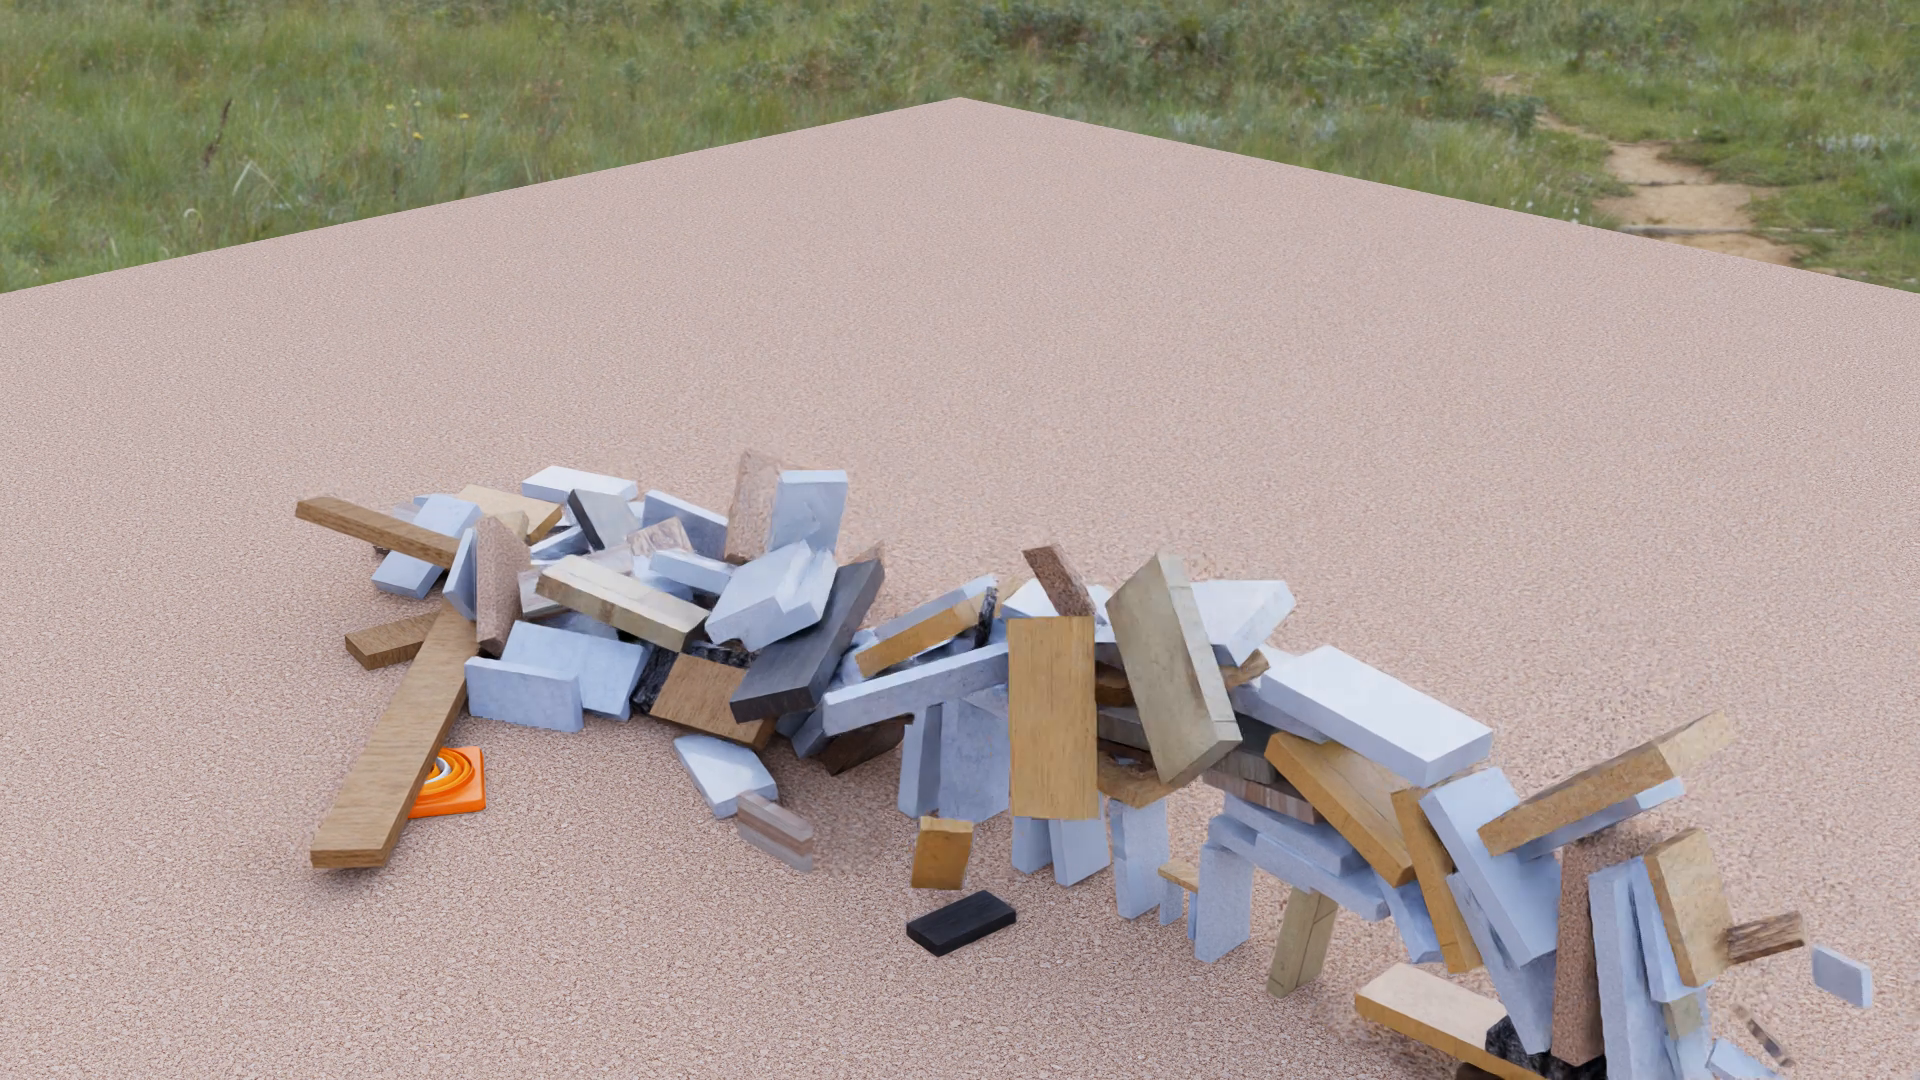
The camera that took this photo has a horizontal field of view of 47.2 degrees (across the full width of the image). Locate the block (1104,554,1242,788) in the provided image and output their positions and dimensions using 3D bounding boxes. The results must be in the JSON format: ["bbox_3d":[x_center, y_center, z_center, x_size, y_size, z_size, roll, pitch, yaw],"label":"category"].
[{"bbox_3d":[0.361,0.221,3.757,0.050,0.178,0.356,1,59,-31],"label":"block"}]

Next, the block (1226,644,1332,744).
[{"bbox_3d":[0.551,0.256,3.839,0.173,0.049,0.347,-17,25,-38],"label":"block"}]

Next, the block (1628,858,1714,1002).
[{"bbox_3d":[1.066,0.574,3.292,0.105,0.211,0.030,-11,2,-31],"label":"block"}]

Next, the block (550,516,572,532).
[{"bbox_3d":[-0.998,-0.045,5.842,0.291,0.019,0.068,-3,23,-6],"label":"block"}]

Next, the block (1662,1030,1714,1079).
[{"bbox_3d":[1.108,0.797,3.333,0.058,0.115,0.016,-13,-7,-31],"label":"block"}]

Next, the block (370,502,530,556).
[{"bbox_3d":[-1.302,0.005,5.612,0.417,0.041,0.143,12,55,27],"label":"block"}]

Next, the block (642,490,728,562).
[{"bbox_3d":[-0.691,-0.026,5.592,0.253,0.126,0.036,21,30,20],"label":"block"}]

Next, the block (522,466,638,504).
[{"bbox_3d":[-1.046,-0.141,6.042,0.284,0.040,0.142,11,25,24],"label":"block"}]

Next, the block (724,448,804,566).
[{"bbox_3d":[-0.465,-0.064,5.231,0.149,0.042,0.299,19,56,-20],"label":"block"}]

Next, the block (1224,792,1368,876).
[{"bbox_3d":[0.596,0.484,3.778,0.133,0.038,0.268,-17,29,-36],"label":"block"}]

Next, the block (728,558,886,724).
[{"bbox_3d":[-0.313,0.204,4.662,0.171,0.048,0.661,-13,19,16],"label":"block"}]

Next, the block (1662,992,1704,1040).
[{"bbox_3d":[1.084,0.688,3.320,0.058,0.115,0.016,-17,3,-30],"label":"block"}]

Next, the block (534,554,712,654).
[{"bbox_3d":[-0.746,0.139,4.885,0.352,0.050,0.176,22,17,6],"label":"block"}]

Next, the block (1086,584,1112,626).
[{"bbox_3d":[0.277,0.132,4.164,0.069,0.020,0.139,-11,35,-33],"label":"block"}]

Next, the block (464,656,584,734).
[{"bbox_3d":[-0.951,0.338,4.795,0.262,0.131,0.037,8,26,18],"label":"block"}]

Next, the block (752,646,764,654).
[{"bbox_3d":[-0.328,0.284,4.981,0.405,0.027,0.096,25,75,45],"label":"block"}]

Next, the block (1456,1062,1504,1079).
[{"bbox_3d":[1.203,0.948,3.345,0.922,0.050,0.176,14,26,42],"label":"block"}]

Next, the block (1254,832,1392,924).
[{"bbox_3d":[0.644,0.552,3.728,0.132,0.037,0.265,-18,31,-37],"label":"block"}]

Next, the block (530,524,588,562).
[{"bbox_3d":[-1.011,0.043,5.515,0.029,0.103,0.207,18,27,26],"label":"block"}]

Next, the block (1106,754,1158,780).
[{"bbox_3d":[0.319,0.415,4.070,0.046,0.013,0.092,-15,27,-38],"label":"block"}]

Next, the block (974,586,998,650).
[{"bbox_3d":[0.046,0.158,4.085,0.020,0.139,0.069,14,48,4],"label":"block"}]

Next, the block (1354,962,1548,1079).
[{"bbox_3d":[0.904,0.825,3.587,0.532,0.037,0.132,18,29,41],"label":"block"}]

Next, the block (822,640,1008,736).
[{"bbox_3d":[-0.048,0.262,4.018,0.423,0.093,0.026,-16,51,-18],"label":"block"}]

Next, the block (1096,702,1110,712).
[{"bbox_3d":[0.268,0.299,4.122,0.070,0.020,0.139,-21,32,-41],"label":"block"}]

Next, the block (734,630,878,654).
[{"bbox_3d":[-0.333,0.216,4.901,0.396,0.050,0.176,12,8,30],"label":"block"}]

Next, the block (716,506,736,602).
[{"bbox_3d":[-0.505,0.052,5.278,0.126,0.255,0.036,8,0,-33],"label":"block"}]

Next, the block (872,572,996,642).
[{"bbox_3d":[-0.051,0.134,4.330,0.260,0.028,0.098,-27,-2,40],"label":"block"}]

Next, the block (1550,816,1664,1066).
[{"bbox_3d":[1.003,0.622,3.410,0.176,0.353,0.050,-12,19,-34],"label":"block"}]

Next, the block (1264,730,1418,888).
[{"bbox_3d":[0.679,0.428,3.669,0.166,0.047,0.332,-14,45,-33],"label":"block"}]

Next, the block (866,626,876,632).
[{"bbox_3d":[-0.173,0.246,5.011,0.086,0.024,0.172,-19,30,-38],"label":"block"}]

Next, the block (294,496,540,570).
[{"bbox_3d":[-1.174,0.048,5.286,0.879,0.040,0.142,18,11,11],"label":"block"}]

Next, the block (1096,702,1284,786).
[{"bbox_3d":[0.447,0.345,3.929,0.166,0.047,0.392,-19,22,-41],"label":"block"}]

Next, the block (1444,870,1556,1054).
[{"bbox_3d":[0.899,0.645,3.497,0.150,0.303,0.042,-19,-9,-34],"label":"block"}]

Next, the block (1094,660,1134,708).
[{"bbox_3d":[0.212,0.251,4.158,0.316,0.037,0.130,10,21,38],"label":"block"}]

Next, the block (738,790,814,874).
[{"bbox_3d":[-0.361,0.568,4.296,0.028,0.098,0.195,-21,31,-40],"label":"block"}]

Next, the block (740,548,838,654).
[{"bbox_3d":[-0.369,0.128,4.766,0.171,0.048,0.342,-25,16,11],"label":"block"}]

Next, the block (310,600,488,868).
[{"bbox_3d":[-1.152,0.364,4.724,0.138,0.039,1.195,-2,24,2],"label":"block"}]

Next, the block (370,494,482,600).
[{"bbox_3d":[-1.333,0.015,5.501,0.143,0.041,0.286,12,55,26],"label":"block"}]

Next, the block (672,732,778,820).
[{"bbox_3d":[-0.488,0.473,4.559,0.131,0.037,0.298,-18,27,-17],"label":"block"}]

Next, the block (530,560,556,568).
[{"bbox_3d":[-1.000,0.105,5.379,0.207,0.103,0.029,2,20,6],"label":"block"}]

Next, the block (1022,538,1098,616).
[{"bbox_3d":[0.185,0.074,4.079,0.079,0.158,0.022,-11,26,47],"label":"block"}]

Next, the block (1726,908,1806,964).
[{"bbox_3d":[1.185,0.584,3.233,0.111,0.016,0.055,-26,32,33],"label":"block"}]

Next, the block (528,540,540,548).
[{"bbox_3d":[-1.226,0.008,5.692,0.269,0.038,0.135,17,28,35],"label":"block"}]

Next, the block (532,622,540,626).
[{"bbox_3d":[-1.019,0.209,5.155,0.202,0.029,0.101,-8,24,-17],"label":"block"}]

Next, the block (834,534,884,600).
[{"bbox_3d":[-0.275,0.112,5.305,0.042,0.149,0.299,12,26,25],"label":"block"}]

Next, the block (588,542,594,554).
[{"bbox_3d":[-0.910,0.023,5.657,0.269,0.038,0.135,14,27,30],"label":"block"}]

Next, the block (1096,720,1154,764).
[{"bbox_3d":[0.307,0.374,4.059,0.224,0.020,0.070,11,23,42],"label":"block"}]

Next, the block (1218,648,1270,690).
[{"bbox_3d":[0.468,0.200,3.843,0.093,0.026,0.185,-23,23,-3],"label":"block"}]

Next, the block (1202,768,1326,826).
[{"bbox_3d":[0.559,0.419,3.806,0.133,0.038,0.265,-17,21,-35],"label":"block"}]

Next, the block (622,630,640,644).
[{"bbox_3d":[-0.854,0.221,5.204,0.202,0.029,0.101,21,31,40],"label":"block"}]

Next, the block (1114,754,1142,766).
[{"bbox_3d":[0.307,0.391,4.093,0.046,0.013,0.092,-1,22,-8],"label":"block"}]

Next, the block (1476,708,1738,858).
[{"bbox_3d":[0.976,0.372,3.338,0.173,0.049,0.383,-20,-12,-39],"label":"block"}]

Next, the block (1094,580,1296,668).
[{"bbox_3d":[0.409,0.147,3.902,0.178,0.050,0.356,-43,23,-30],"label":"block"}]

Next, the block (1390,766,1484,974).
[{"bbox_3d":[0.806,0.530,3.542,0.150,0.300,0.042,-12,-9,-33],"label":"block"}]

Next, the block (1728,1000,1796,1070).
[{"bbox_3d":[1.192,0.735,3.267,0.055,0.016,0.111,28,21,-53],"label":"block"}]

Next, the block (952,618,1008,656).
[{"bbox_3d":[0.130,0.201,4.214,0.260,0.037,0.130,7,20,34],"label":"block"}]

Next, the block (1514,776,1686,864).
[{"bbox_3d":[0.974,0.429,3.360,0.105,0.030,0.268,-12,-18,-35],"label":"block"}]
